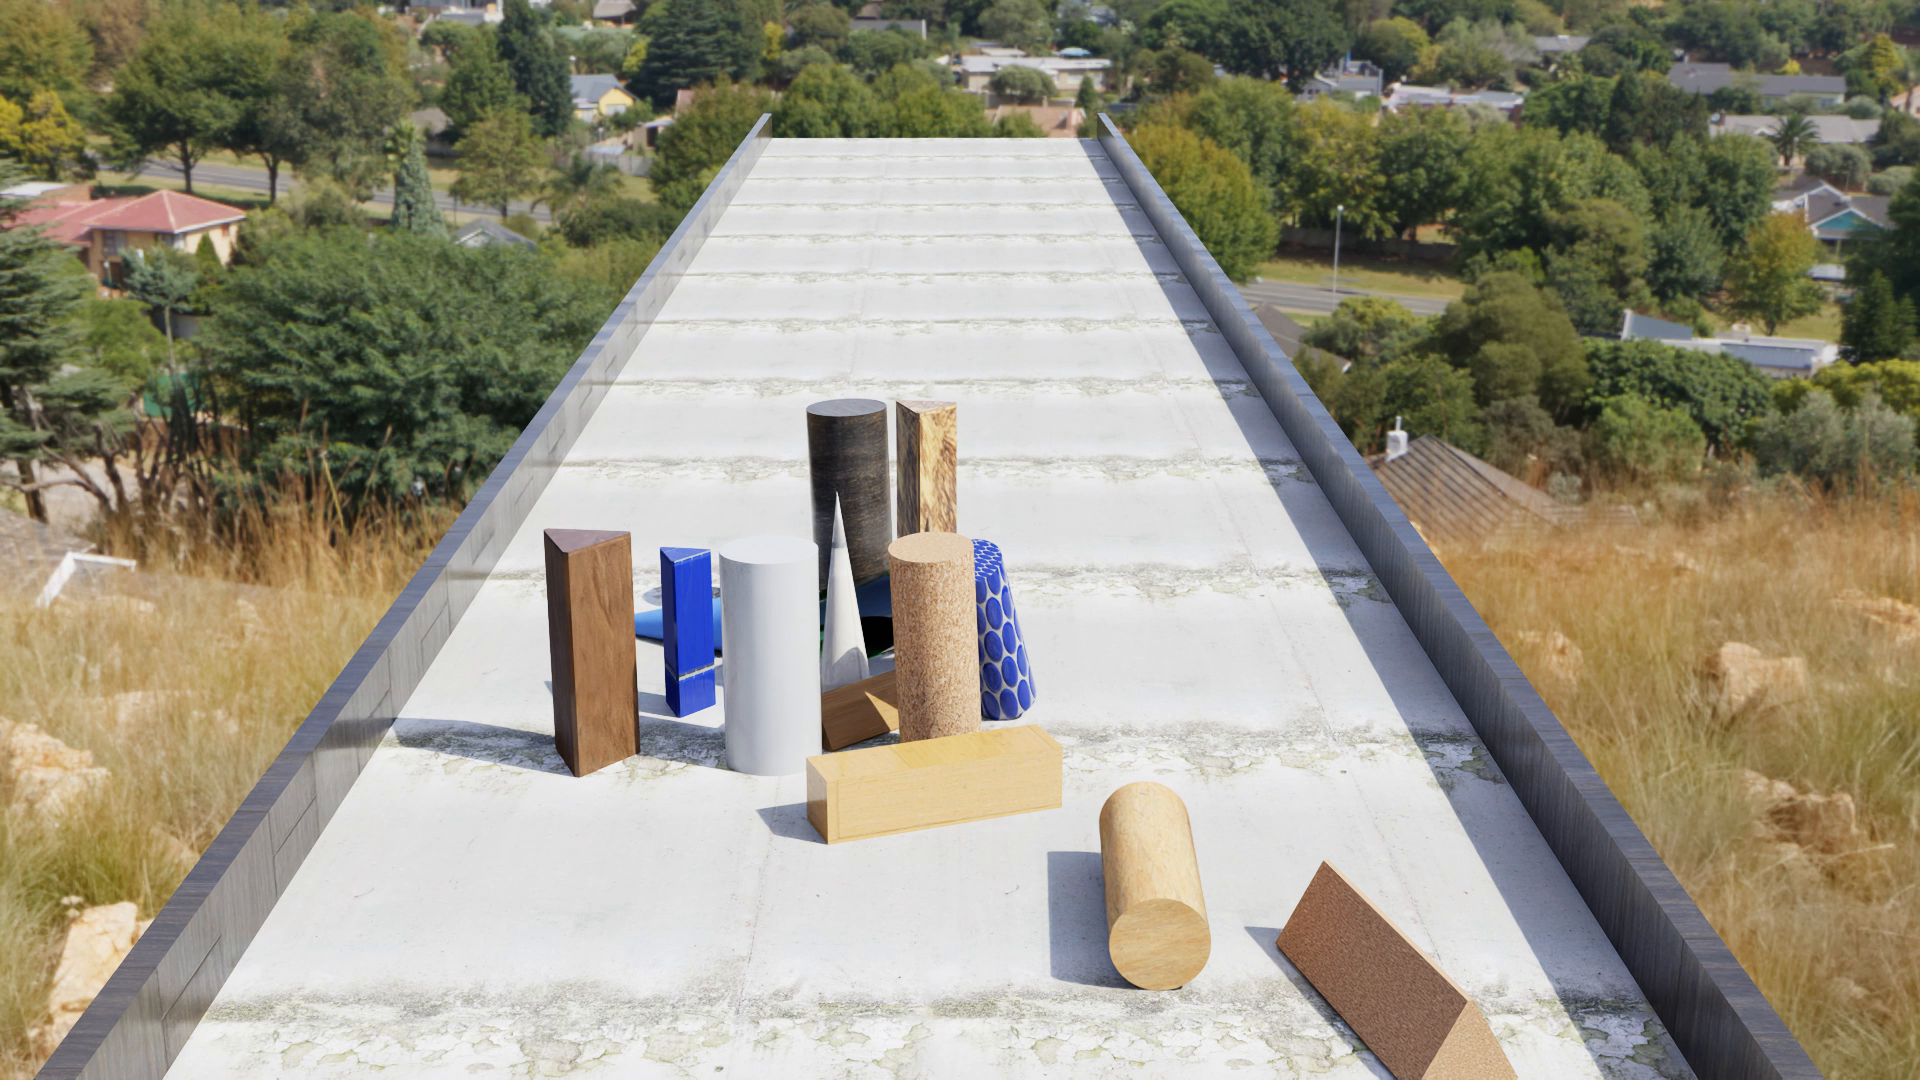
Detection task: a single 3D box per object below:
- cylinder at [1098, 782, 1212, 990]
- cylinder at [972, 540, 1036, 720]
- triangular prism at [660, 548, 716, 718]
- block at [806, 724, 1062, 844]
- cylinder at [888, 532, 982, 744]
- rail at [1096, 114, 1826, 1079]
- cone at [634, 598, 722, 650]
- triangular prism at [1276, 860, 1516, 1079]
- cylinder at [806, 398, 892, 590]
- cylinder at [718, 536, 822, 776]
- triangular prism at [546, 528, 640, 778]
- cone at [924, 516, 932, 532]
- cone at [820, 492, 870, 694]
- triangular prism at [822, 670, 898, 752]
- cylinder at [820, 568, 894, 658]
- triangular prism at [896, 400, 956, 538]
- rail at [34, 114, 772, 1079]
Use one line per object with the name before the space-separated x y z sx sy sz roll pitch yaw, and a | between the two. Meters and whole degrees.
cylinder | 0.285 0.506 3.273 0.143 0.143 0.417 0 17 1
cylinder | 0.050 0.167 4.032 0.122 0.342 0.122 -9 39 7
triangular prism | -0.527 0.168 4.124 0.084 0.307 0.096 13 21 37
block | -0.041 0.405 3.670 0.415 0.111 0.111 -6 18 -21
cylinder | -0.042 0.195 3.861 0.147 0.393 0.147 -2 21 1
rail | 0.932 -0.844 7.801 0.050 0.150 12.000 0 17 -1
cone | -0.624 0.173 4.539 0.401 0.121 0.121 -1 14 27
triangular prism | 0.592 0.586 3.018 0.148 0.128 0.439 -5 17 -15
cylinder | -0.227 -0.053 4.592 0.167 0.459 0.167 -2 16 1
cylinder | -0.332 0.202 3.865 0.172 0.389 0.172 0 17 0
triangular prism | -0.673 0.189 3.871 0.133 0.411 0.154 12 20 35
cone | -0.063 0.091 4.239 0.129 0.369 0.129 1 40 -1
cone | -0.222 0.110 4.124 0.110 0.412 0.110 -2 13 0
triangular prism | -0.113 0.283 4.108 0.427 0.090 0.104 -16 23 -42
cylinder | -0.214 0.163 4.398 0.160 0.160 0.435 15 22 41
triangular prism | -0.094 -0.104 4.867 0.115 0.404 0.133 13 21 37
rail | -1.118 -0.838 7.780 0.050 0.150 12.000 0 17 -1
